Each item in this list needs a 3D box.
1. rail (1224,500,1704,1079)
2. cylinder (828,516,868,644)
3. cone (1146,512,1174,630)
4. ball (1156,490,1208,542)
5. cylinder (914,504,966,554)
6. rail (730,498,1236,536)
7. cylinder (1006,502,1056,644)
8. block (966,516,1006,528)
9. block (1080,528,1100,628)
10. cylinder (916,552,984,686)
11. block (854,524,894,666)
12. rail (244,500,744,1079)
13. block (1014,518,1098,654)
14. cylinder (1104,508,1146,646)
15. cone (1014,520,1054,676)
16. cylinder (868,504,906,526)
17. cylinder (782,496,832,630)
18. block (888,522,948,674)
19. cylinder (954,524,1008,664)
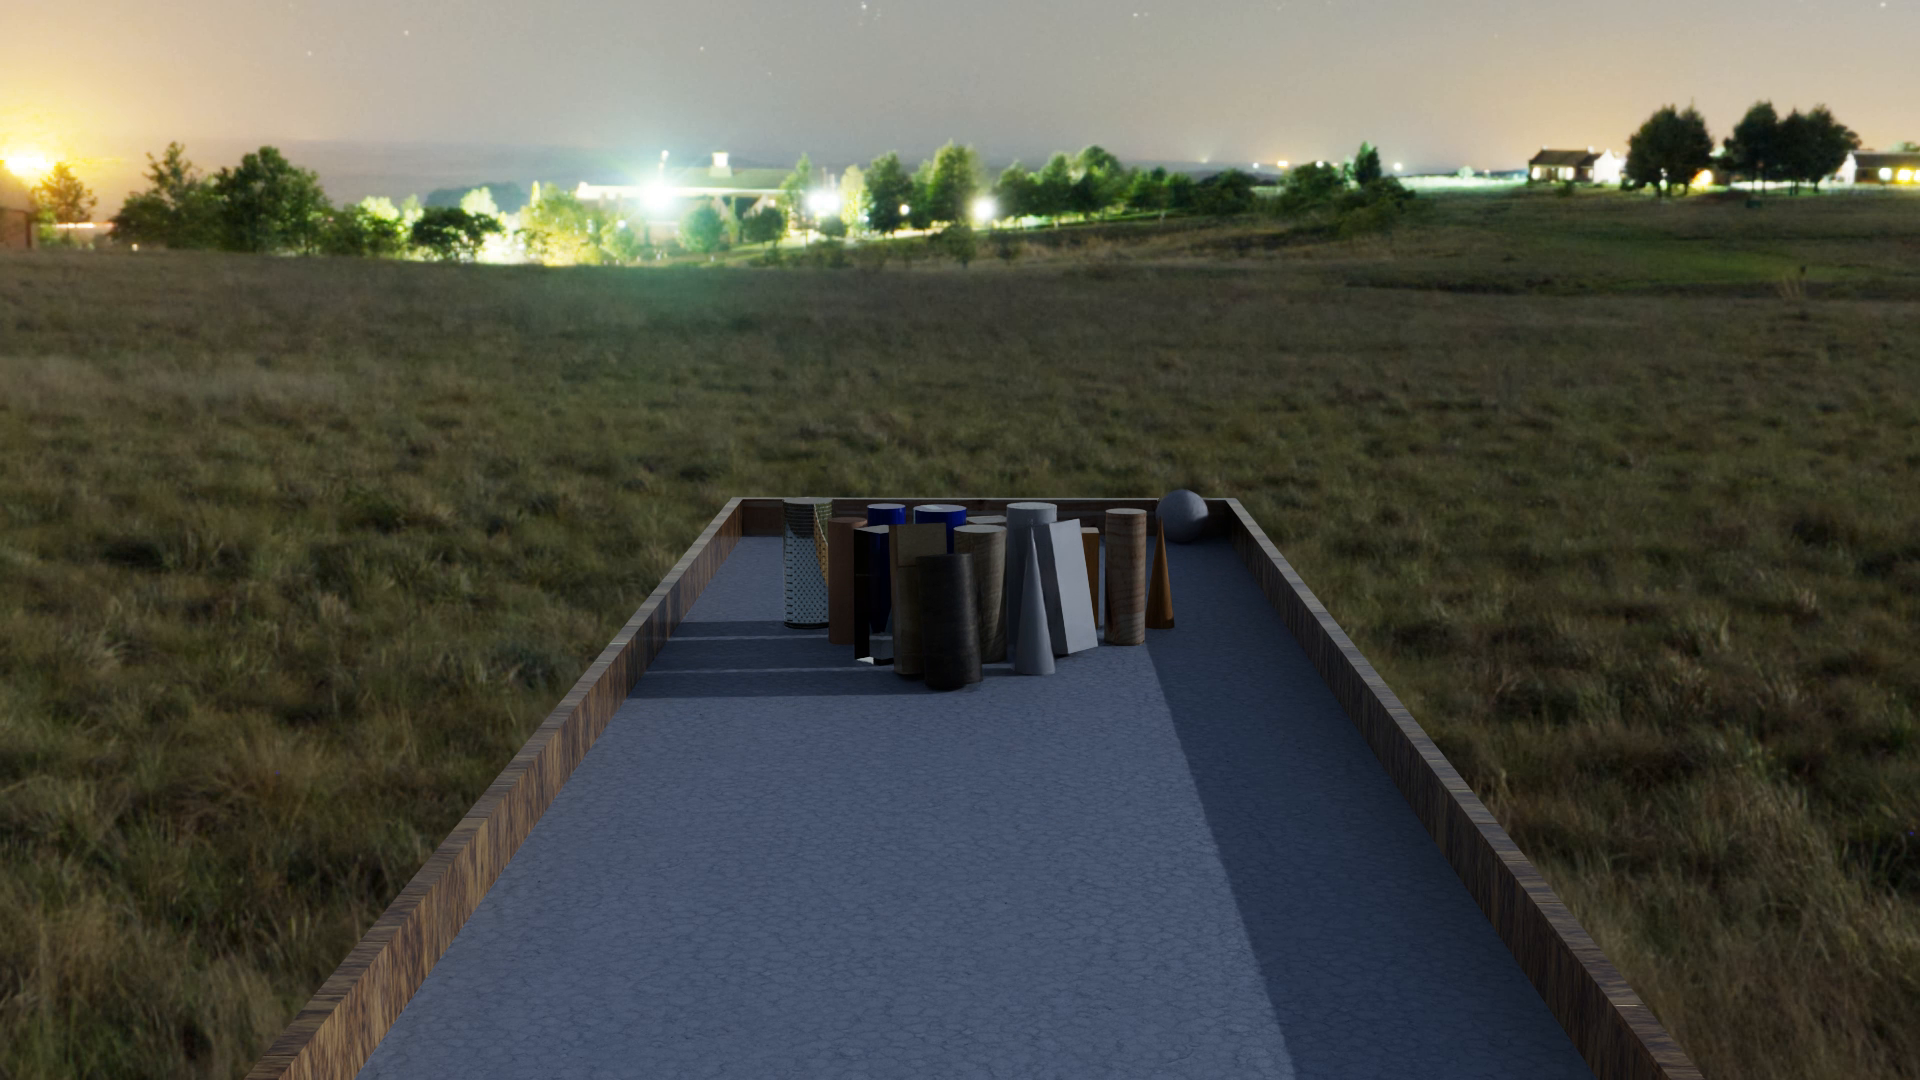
[{"bbox_3d":[1.046,0.843,3.208,0.050,0.150,12.000,0,9,1],"label":"rail"},{"bbox_3d":[-0.354,0.129,6.955,0.124,0.389,0.124,0,9,0],"label":"cylinder"},{"bbox_3d":[0.654,0.095,7.192,0.101,0.381,0.101,0,9,0],"label":"cone"},{"bbox_3d":[0.903,-0.098,8.939,0.216,0.216,0.216,0,9,0],"label":"ball"},{"bbox_3d":[-0.063,0.111,6.950,0.168,0.426,0.168,0,9,0],"label":"cylinder"},{"bbox_3d":[0.099,-0.098,9.147,2.100,0.150,0.050,0,9,1],"label":"rail"},{"bbox_3d":[0.226,0.107,6.951,0.159,0.434,0.159,0,9,0],"label":"cylinder"},{"bbox_3d":[0.095,0.107,7.210,0.146,0.352,0.146,-4,10,-22],"label":"block"},{"bbox_3d":[0.393,0.124,7.211,0.116,0.317,0.116,0,9,0],"label":"block"},{"bbox_3d":[-0.030,0.227,6.329,0.167,0.370,0.167,-4,2,0],"label":"cylinder"},{"bbox_3d":[-0.234,0.166,6.671,0.123,0.404,0.123,-8,12,-42],"label":"block"},{"bbox_3d":[-1.004,0.839,3.234,0.050,0.150,12.000,0,9,1],"label":"rail"},{"bbox_3d":[0.295,0.146,6.756,0.144,0.397,0.144,-7,2,42],"label":"block"},{"bbox_3d":[0.521,0.116,6.937,0.129,0.419,0.129,0,9,0],"label":"cylinder"},{"bbox_3d":[0.215,0.163,6.503,0.122,0.460,0.122,-2,9,0],"label":"cone"},{"bbox_3d":[-0.240,0.088,7.178,0.125,0.400,0.125,0,9,0],"label":"cylinder"},{"bbox_3d":[-0.498,0.075,7.217,0.163,0.414,0.163,0,9,0],"label":"cylinder"},{"bbox_3d":[-0.119,0.171,6.479,0.145,0.437,0.145,-2,0,-11],"label":"block"},{"bbox_3d":[0.062,0.164,6.694,0.162,0.401,0.162,0,9,0],"label":"cylinder"}]
